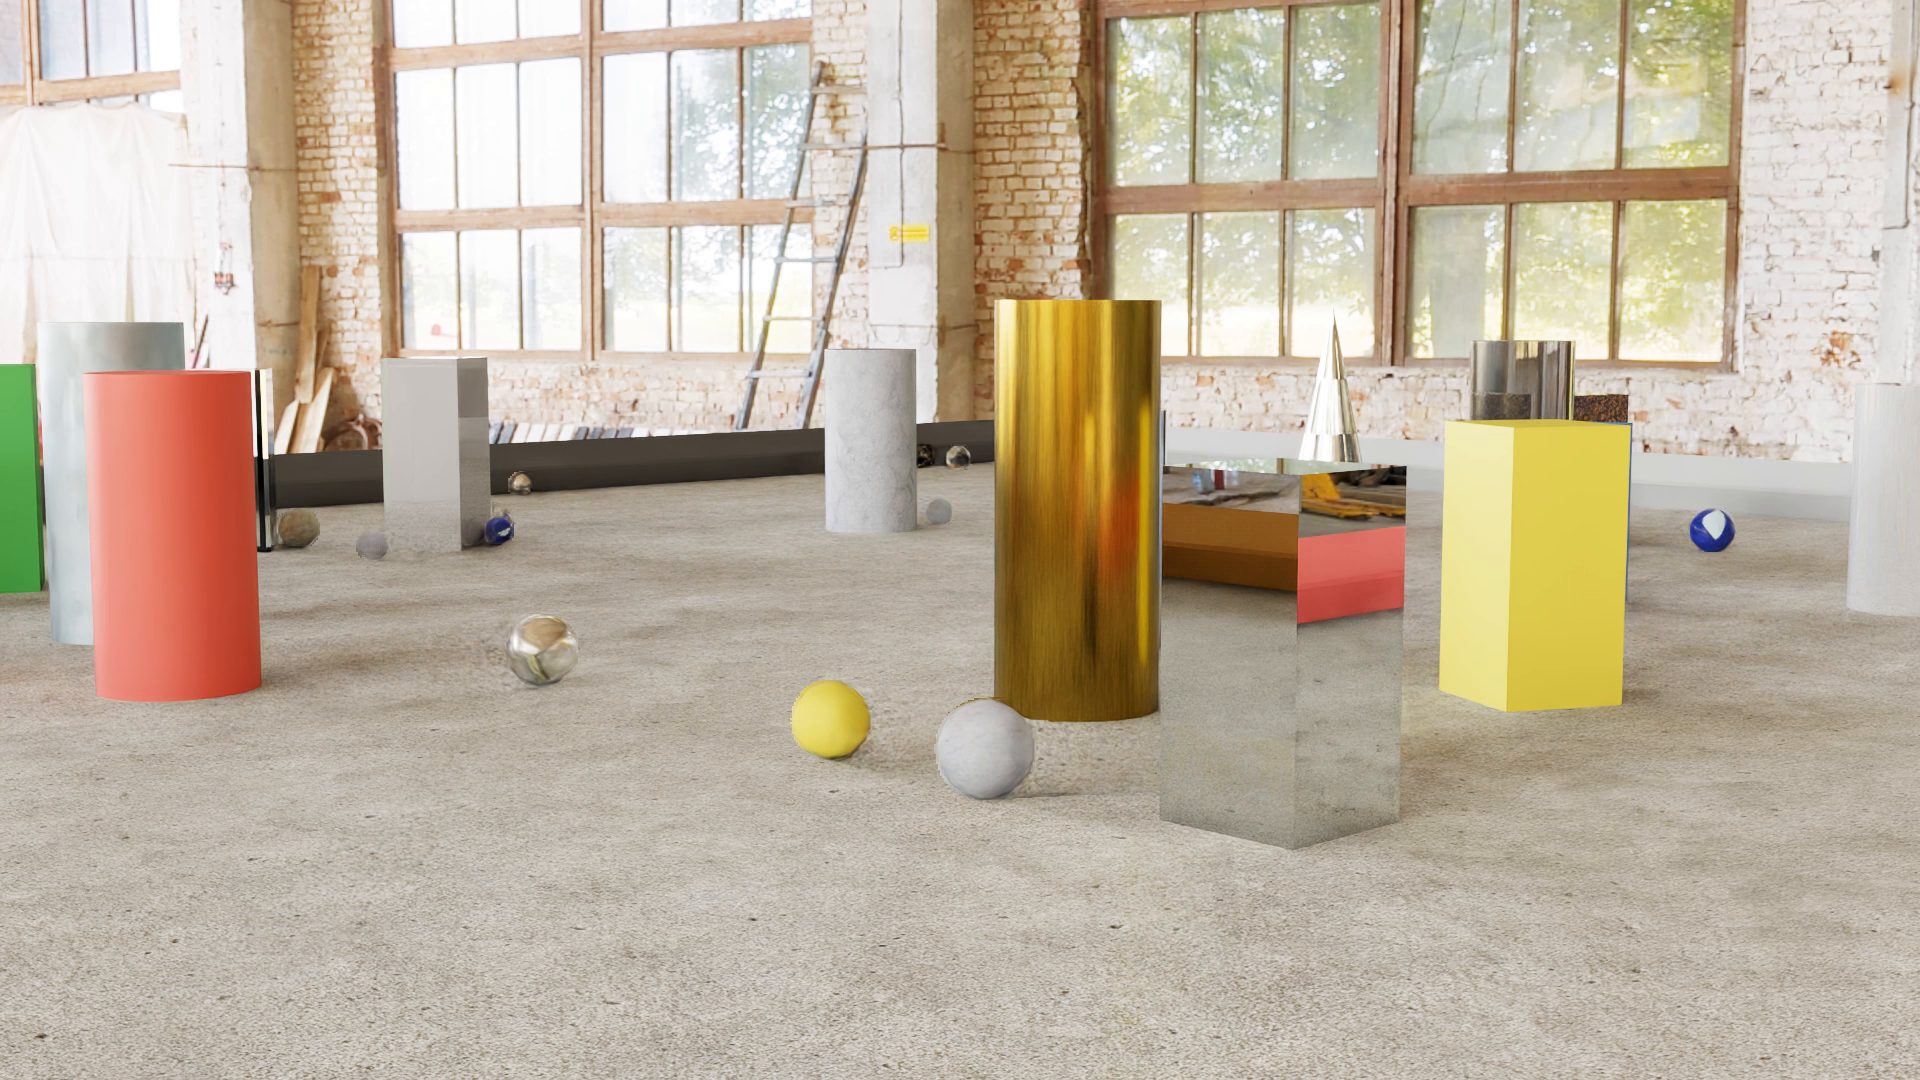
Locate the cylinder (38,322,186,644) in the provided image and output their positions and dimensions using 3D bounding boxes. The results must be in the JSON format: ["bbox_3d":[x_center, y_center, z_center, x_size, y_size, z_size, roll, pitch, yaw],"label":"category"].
[{"bbox_3d":[-1.135,-0.081,2.964,0.183,0.422,0.183,0,6,0],"label":"cylinder"}]

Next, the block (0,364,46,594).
[{"bbox_3d":[-1.529,-0.099,3.459,0.146,0.352,0.146,-2,6,-20],"label":"block"}]

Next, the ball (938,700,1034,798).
[{"bbox_3d":[0.024,0.190,1.994,0.089,0.089,0.089,0,6,0],"label":"ball"}]

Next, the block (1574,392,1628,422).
[{"bbox_3d":[1.156,-0.138,4.169,0.146,0.279,0.146,-3,7,-23],"label":"block"}]

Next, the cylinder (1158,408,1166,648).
[{"bbox_3d":[0.179,-0.017,2.893,0.183,0.310,0.183,0,6,0],"label":"cylinder"}]

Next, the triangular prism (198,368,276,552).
[{"bbox_3d":[-1.307,-0.151,4.052,0.158,0.330,0.137,2,6,17],"label":"triangular prism"}]

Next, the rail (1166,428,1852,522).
[{"bbox_3d":[1.576,-0.123,4.778,0.045,0.119,4.240,-6,8,-42],"label":"rail"}]

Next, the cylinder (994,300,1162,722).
[{"bbox_3d":[0.129,-0.038,2.426,0.183,0.450,0.183,0,6,0],"label":"cylinder"}]

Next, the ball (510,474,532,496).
[{"bbox_3d":[-1.034,-0.131,5.182,0.051,0.051,0.051,0,6,0],"label":"ball"}]

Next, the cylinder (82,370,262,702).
[{"bbox_3d":[-0.913,-0.010,2.552,0.183,0.368,0.183,0,6,0],"label":"cylinder"}]

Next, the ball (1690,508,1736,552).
[{"bbox_3d":[1.363,-0.018,3.985,0.080,0.080,0.080,0,6,0],"label":"ball"}]

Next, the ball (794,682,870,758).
[{"bbox_3d":[-0.127,0.178,2.169,0.076,0.076,0.076,0,6,0],"label":"ball"}]

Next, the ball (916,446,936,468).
[{"bbox_3d":[-0.098,-0.227,6.021,0.065,0.065,0.065,0,6,0],"label":"ball"}]

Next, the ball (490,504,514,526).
[{"bbox_3d":[-0.888,-0.035,4.208,0.065,0.065,0.065,0,6,0],"label":"ball"}]

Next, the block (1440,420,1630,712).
[{"bbox_3d":[0.649,0.024,2.492,0.146,0.313,0.146,-2,6,-17],"label":"block"}]

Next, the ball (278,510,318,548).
[{"bbox_3d":[-1.222,-0.021,4.060,0.070,0.070,0.070,0,6,0],"label":"ball"}]

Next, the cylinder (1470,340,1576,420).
[{"bbox_3d":[1.010,-0.168,3.964,0.183,0.382,0.183,0,6,0],"label":"cylinder"}]

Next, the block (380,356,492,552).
[{"bbox_3d":[-0.967,-0.162,4.064,0.146,0.349,0.146,1,6,10],"label":"block"}]

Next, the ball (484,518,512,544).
[{"bbox_3d":[-0.862,-0.016,4.105,0.051,0.051,0.051,0,6,0],"label":"ball"}]

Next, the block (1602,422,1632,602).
[{"bbox_3d":[0.911,-0.039,3.289,0.146,0.269,0.146,3,7,29],"label":"block"}]

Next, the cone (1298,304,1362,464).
[{"bbox_3d":[0.704,-0.223,4.174,0.183,0.448,0.183,0,6,0],"label":"cone"}]

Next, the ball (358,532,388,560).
[{"bbox_3d":[-1.029,0.010,3.859,0.051,0.051,0.051,0,6,0],"label":"ball"}]

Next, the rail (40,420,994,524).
[{"bbox_3d":[-1.422,-0.132,4.864,4.335,0.119,0.045,-6,8,-42],"label":"rail"}]

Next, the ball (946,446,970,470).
[{"bbox_3d":[-0.005,-0.222,5.949,0.069,0.069,0.069,0,6,0],"label":"ball"}]

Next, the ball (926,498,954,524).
[{"bbox_3d":[-0.040,-0.058,4.480,0.054,0.054,0.054,0,6,0],"label":"ball"}]

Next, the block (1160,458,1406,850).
[{"bbox_3d":[0.277,0.090,1.890,0.146,0.309,0.146,-6,8,-43],"label":"block"}]

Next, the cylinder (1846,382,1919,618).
[{"bbox_3d":[1.404,-0.063,3.223,0.183,0.330,0.183,0,6,0],"label":"cylinder"}]

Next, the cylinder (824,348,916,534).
[{"bbox_3d":[-0.178,-0.200,4.380,0.183,0.359,0.183,0,6,0],"label":"cylinder"}]

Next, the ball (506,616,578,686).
[{"bbox_3d":[-0.491,0.130,2.584,0.083,0.083,0.083,0,6,0],"label":"ball"}]
